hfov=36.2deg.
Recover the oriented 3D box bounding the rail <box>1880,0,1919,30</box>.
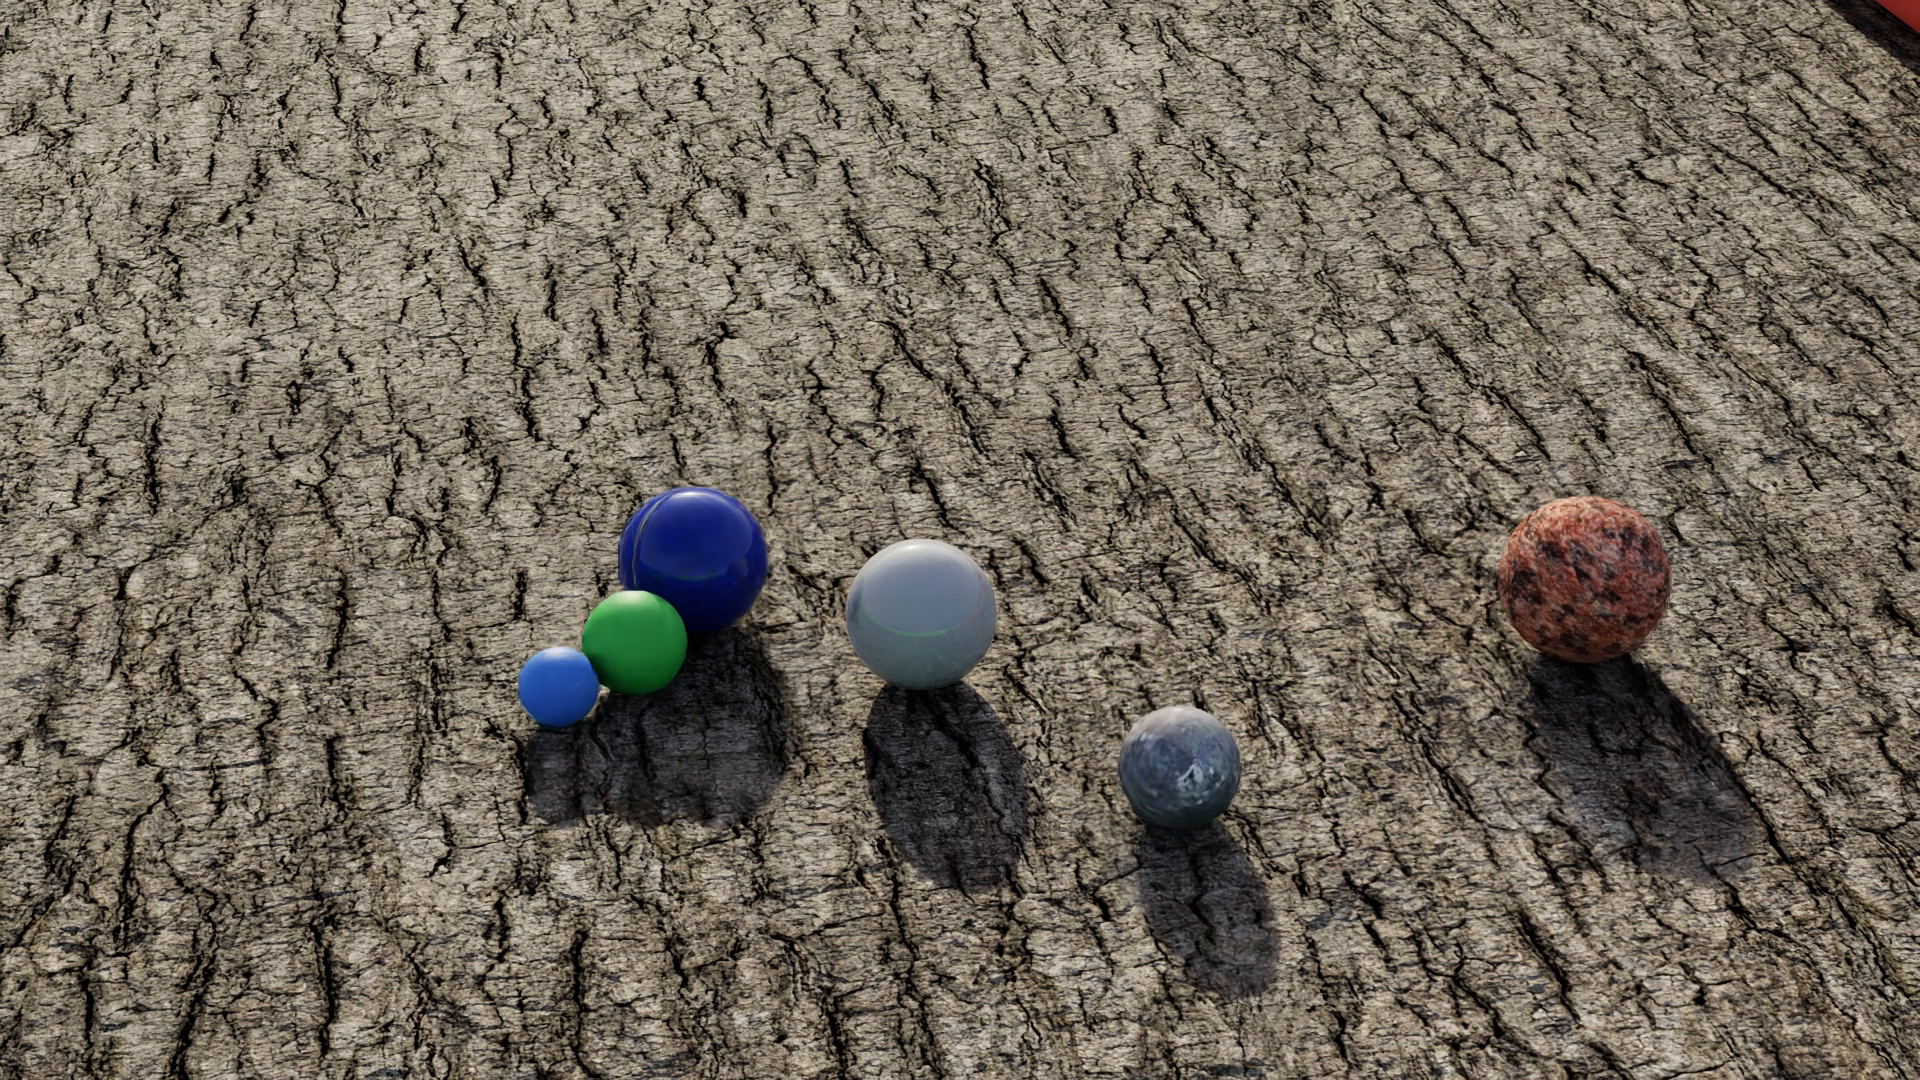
[{"bbox_3d":[0.782,-0.578,2.671,0.045,0.122,3.852,-5,30,-9],"label":"rail"}]

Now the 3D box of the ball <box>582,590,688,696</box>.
[{"bbox_3d":[-0.180,0.057,1.627,0.058,0.058,0.058,0,30,0],"label":"ball"}]

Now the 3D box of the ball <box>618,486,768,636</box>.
[{"bbox_3d":[-0.152,0.012,1.678,0.086,0.086,0.086,0,30,0],"label":"ball"}]

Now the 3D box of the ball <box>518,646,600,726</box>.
[{"bbox_3d":[-0.218,0.080,1.602,0.044,0.044,0.044,0,30,0],"label":"ball"}]

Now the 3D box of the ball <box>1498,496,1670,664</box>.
[{"bbox_3d":[0.350,0.022,1.651,0.094,0.094,0.094,0,30,0],"label":"ball"}]

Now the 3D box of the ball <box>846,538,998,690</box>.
[{"bbox_3d":[-0.021,0.041,1.628,0.084,0.084,0.084,0,30,0],"label":"ball"}]

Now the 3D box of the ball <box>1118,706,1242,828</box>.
[{"bbox_3d":[0.113,0.117,1.516,0.063,0.063,0.063,0,30,0],"label":"ball"}]
